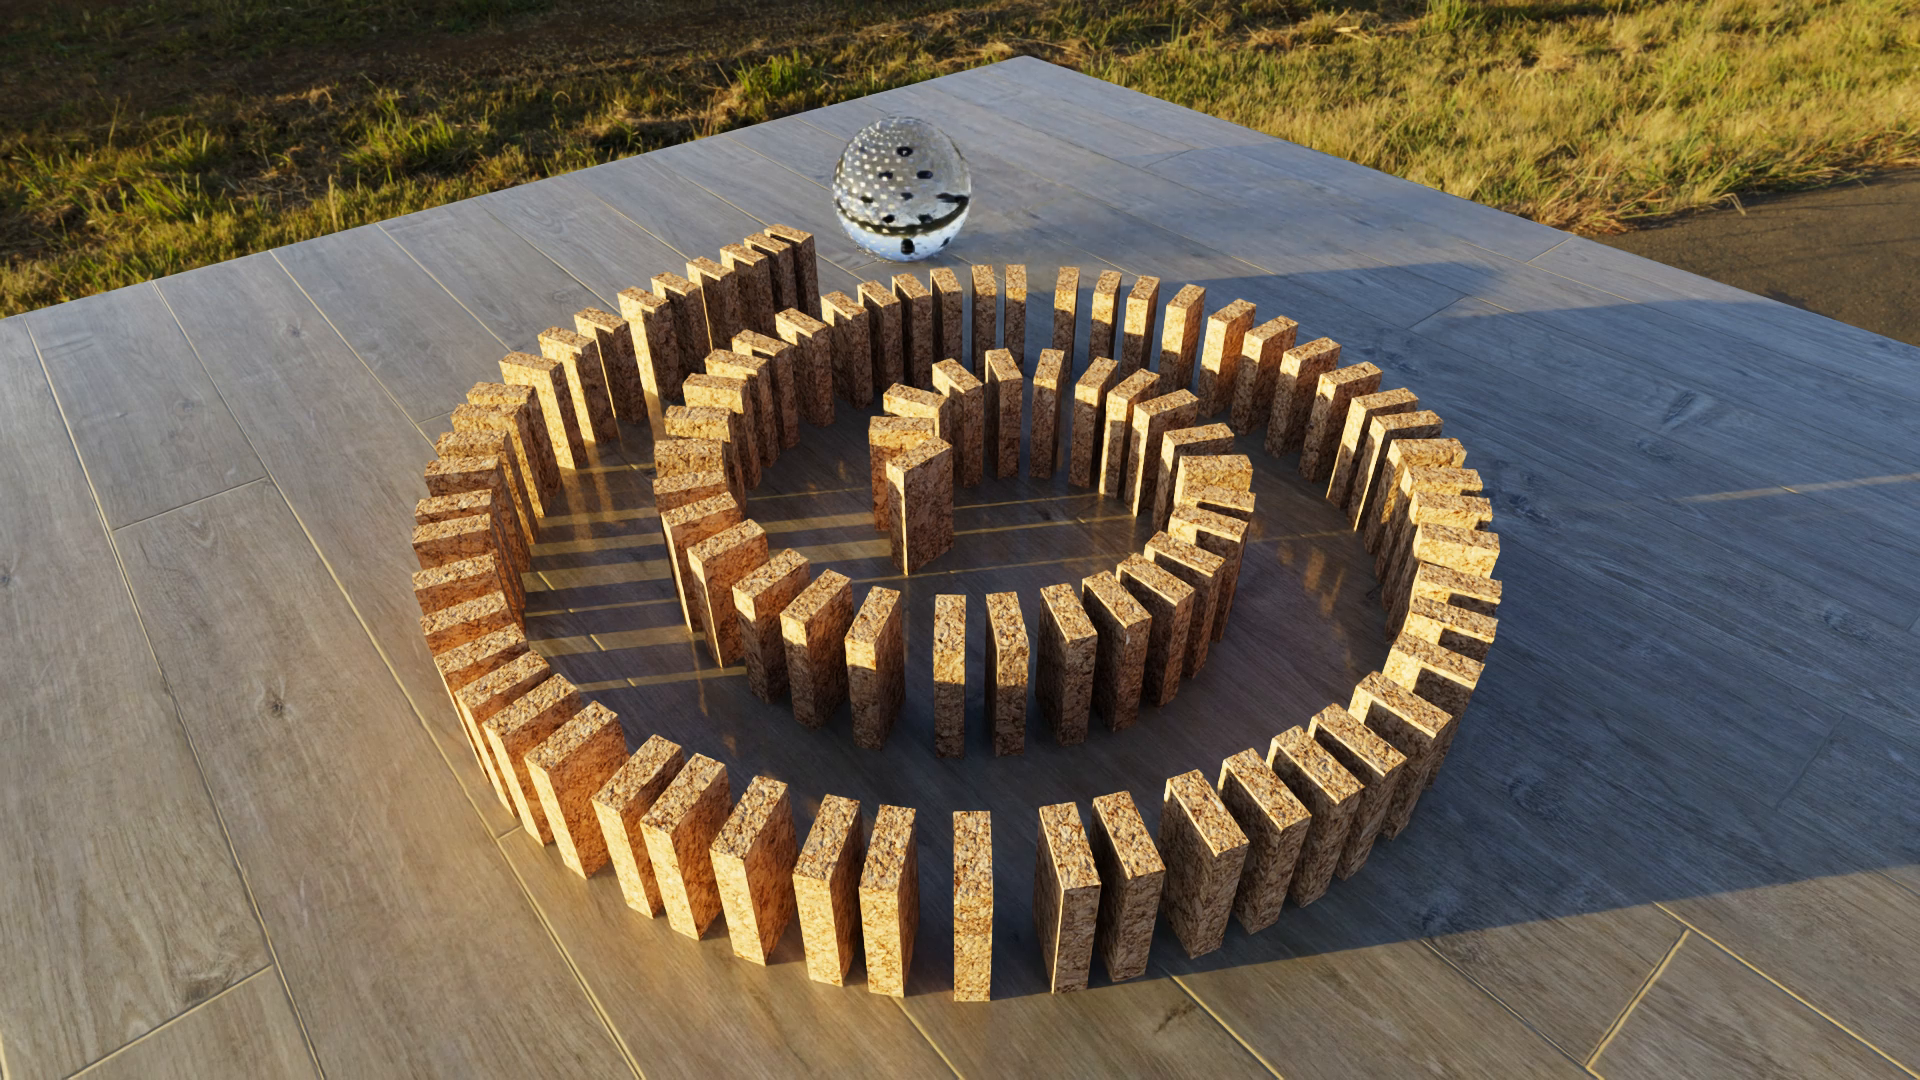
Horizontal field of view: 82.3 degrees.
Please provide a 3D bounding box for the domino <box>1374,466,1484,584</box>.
[{"bbox_3d":[0.177,-0.004,0.417,0.025,0.050,0.010,4,39,4],"label":"domino"}]

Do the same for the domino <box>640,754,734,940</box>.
[{"bbox_3d":[-0.073,0.086,0.306,0.009,0.050,0.025,16,42,19],"label":"domino"}]

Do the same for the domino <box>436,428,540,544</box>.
[{"bbox_3d":[-0.186,-0.020,0.436,0.025,0.050,0.009,-3,39,-4],"label":"domino"}]

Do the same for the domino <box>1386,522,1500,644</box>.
[{"bbox_3d":[0.170,0.018,0.390,0.025,0.050,0.009,10,40,12],"label":"domino"}]

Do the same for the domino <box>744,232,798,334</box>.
[{"bbox_3d":[-0.097,-0.131,0.572,0.025,0.050,0.009,28,47,29],"label":"domino"}]

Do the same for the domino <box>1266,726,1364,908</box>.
[{"bbox_3d":[0.097,0.080,0.314,0.009,0.050,0.025,-20,44,-23],"label":"domino"}]

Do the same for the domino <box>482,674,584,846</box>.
[{"bbox_3d":[-0.123,0.067,0.330,0.010,0.050,0.025,28,47,30],"label":"domino"}]

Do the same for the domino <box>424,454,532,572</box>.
[{"bbox_3d":[-0.184,-0.008,0.422,0.025,0.050,0.009,-6,40,-8],"label":"domino"}]

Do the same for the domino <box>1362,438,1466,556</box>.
[{"bbox_3d":[0.177,-0.016,0.431,0.025,0.050,0.009,-1,39,-1],"label":"domino"}]

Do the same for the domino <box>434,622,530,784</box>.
[{"bbox_3d":[-0.145,0.052,0.348,0.025,0.050,0.009,-26,46,-28],"label":"domino"}]

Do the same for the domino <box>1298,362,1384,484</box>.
[{"bbox_3d":[0.163,-0.050,0.473,0.025,0.050,0.009,-17,42,-20],"label":"domino"}]

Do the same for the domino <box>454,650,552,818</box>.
[{"bbox_3d":[-0.134,0.060,0.338,0.025,0.050,0.010,-32,49,-33],"label":"domino"}]

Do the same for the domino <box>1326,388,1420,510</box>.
[{"bbox_3d":[0.171,-0.037,0.457,0.025,0.050,0.009,-12,41,-14],"label":"domino"}]

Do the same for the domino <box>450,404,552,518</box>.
[{"bbox_3d":[-0.187,-0.032,0.450,0.025,0.050,0.010,0,39,0],"label":"domino"}]

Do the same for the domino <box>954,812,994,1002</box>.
[{"bbox_3d":[0.003,0.098,0.292,0.009,0.050,0.025,0,39,0],"label":"domino"}]

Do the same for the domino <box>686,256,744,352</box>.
[{"bbox_3d":[-0.121,-0.113,0.550,0.025,0.050,0.010,28,47,30],"label":"domino"}]

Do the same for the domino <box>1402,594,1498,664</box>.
[{"bbox_3d":[0.154,0.043,0.359,0.025,0.050,0.009,19,43,21],"label":"domino"}]

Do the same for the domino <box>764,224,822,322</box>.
[{"bbox_3d":[-0.088,-0.139,0.581,0.025,0.050,0.009,23,45,26],"label":"domino"}]

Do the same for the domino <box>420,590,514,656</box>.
[{"bbox_3d":[-0.155,0.042,0.360,0.025,0.050,0.010,-20,43,-23],"label":"domino"}]

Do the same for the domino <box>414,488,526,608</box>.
[{"bbox_3d":[-0.179,0.006,0.404,0.025,0.050,0.009,-10,40,-12],"label":"domino"}]

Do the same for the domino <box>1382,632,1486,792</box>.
[{"bbox_3d":[0.143,0.054,0.345,0.025,0.050,0.010,24,45,27],"label":"domino"}]

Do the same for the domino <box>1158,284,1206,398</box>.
[{"bbox_3d":[0.105,-0.094,0.526,0.009,0.050,0.025,21,44,23],"label":"domino"}]

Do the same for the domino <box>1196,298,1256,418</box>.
[{"bbox_3d":[0.124,-0.085,0.515,0.009,0.050,0.025,31,48,32],"label":"domino"}]

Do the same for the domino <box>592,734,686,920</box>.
[{"bbox_3d":[-0.087,0.082,0.312,0.010,0.050,0.025,19,43,21],"label":"domino"}]

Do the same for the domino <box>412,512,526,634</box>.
[{"bbox_3d":[-0.174,0.015,0.393,0.025,0.050,0.009,-12,41,-14],"label":"domino"}]

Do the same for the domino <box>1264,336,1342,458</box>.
[{"bbox_3d":[0.152,-0.063,0.488,0.025,0.050,0.009,-22,44,-24],"label":"domino"}]

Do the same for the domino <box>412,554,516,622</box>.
[{"bbox_3d":[-0.165,0.030,0.375,0.025,0.050,0.010,-16,42,-19],"label":"domino"}]

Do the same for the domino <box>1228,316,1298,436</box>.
[{"bbox_3d":[0.138,-0.075,0.503,0.025,0.050,0.010,-27,47,-29],"label":"domino"}]

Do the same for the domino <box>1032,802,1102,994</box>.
[{"bbox_3d":[0.028,0.096,0.294,0.009,0.050,0.025,-7,40,-8],"label":"domino"}]

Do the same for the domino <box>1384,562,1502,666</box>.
[{"bbox_3d":[0.162,0.033,0.372,0.025,0.050,0.010,15,42,17],"label":"domino"}]

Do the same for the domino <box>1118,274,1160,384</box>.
[{"bbox_3d":[0.087,-0.099,0.533,0.010,0.050,0.025,14,41,16],"label":"domino"}]

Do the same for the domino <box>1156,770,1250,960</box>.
[{"bbox_3d":[0.064,0.090,0.302,0.009,0.050,0.025,-14,41,-16],"label":"domino"}]

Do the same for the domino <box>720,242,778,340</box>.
[{"bbox_3d":[-0.108,-0.124,0.562,0.025,0.050,0.010,28,47,30],"label":"domino"}]

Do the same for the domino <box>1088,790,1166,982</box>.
[{"bbox_3d":[0.043,0.094,0.297,0.009,0.050,0.025,-10,40,-12],"label":"domino"}]

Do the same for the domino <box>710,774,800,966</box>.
[{"bbox_3d":[-0.055,0.091,0.301,0.009,0.050,0.025,13,41,15],"label":"domino"}]

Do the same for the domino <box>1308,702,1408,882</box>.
[{"bbox_3d":[0.111,0.074,0.321,0.009,0.050,0.025,-24,45,-26],"label":"domino"}]

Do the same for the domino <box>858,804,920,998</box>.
[{"bbox_3d":[-0.018,0.097,0.293,0.009,0.050,0.025,6,40,7],"label":"domino"}]

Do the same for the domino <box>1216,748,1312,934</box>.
[{"bbox_3d":[0.082,0.085,0.308,0.010,0.050,0.025,-17,42,-20],"label":"domino"}]

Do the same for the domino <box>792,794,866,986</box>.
[{"bbox_3d":[-0.034,0.095,0.296,0.010,0.050,0.025,9,40,11],"label":"domino"}]

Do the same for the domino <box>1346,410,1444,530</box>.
[{"bbox_3d":[0.175,-0.028,0.445,0.025,0.050,0.010,-7,40,-9],"label":"domino"}]

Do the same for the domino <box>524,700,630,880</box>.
[{"bbox_3d":[-0.108,0.074,0.322,0.010,0.050,0.025,23,45,26],"label":"domino"}]

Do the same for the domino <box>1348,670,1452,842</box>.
[{"bbox_3d":[0.127,0.066,0.331,0.010,0.050,0.025,-30,48,-32],"label":"domino"}]

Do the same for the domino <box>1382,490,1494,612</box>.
[{"bbox_3d":[0.174,0.006,0.404,0.025,0.050,0.010,7,40,8],"label":"domino"}]

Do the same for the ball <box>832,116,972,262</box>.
[{"bbox_3d":[-0.033,-0.201,0.633,0.080,0.080,0.080,0,39,0],"label":"ball"}]
